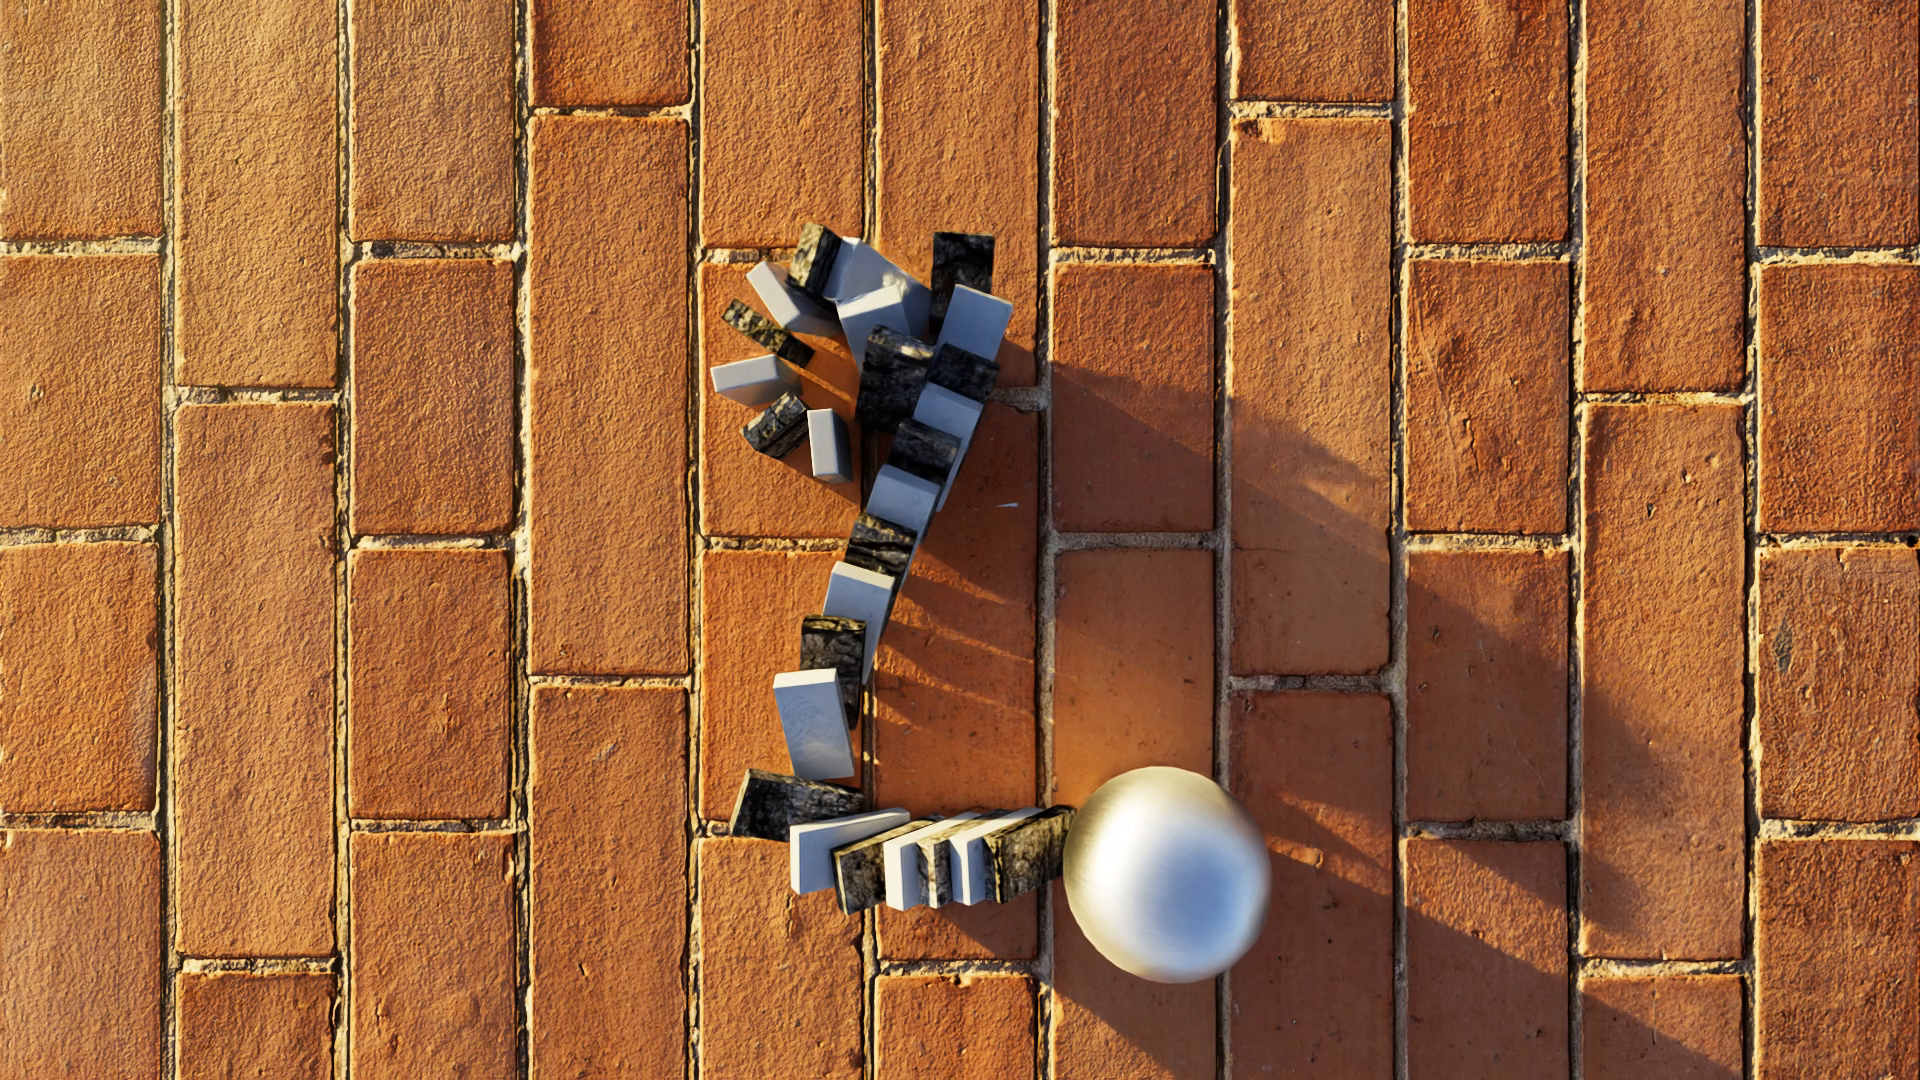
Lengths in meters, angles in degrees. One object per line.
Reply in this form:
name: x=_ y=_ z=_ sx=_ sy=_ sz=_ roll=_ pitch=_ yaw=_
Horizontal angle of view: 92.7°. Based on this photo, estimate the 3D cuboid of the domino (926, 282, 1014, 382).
domino: x=0.002 y=-0.079 z=0.385 sx=0.025 sy=0.009 sz=0.050 roll=18 pitch=111 yaw=-5

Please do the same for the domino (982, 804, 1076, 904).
domino: x=0.030 y=0.129 z=0.379 sx=0.009 sy=0.050 sz=0.025 roll=-3 pitch=90 yaw=43

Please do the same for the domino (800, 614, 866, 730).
domino: x=-0.054 y=0.056 z=0.384 sx=0.025 sy=0.010 sz=0.050 roll=8 pitch=118 yaw=0

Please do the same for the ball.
ball: x=0.081 y=0.130 z=0.360 sx=0.080 sy=0.080 sz=0.080 roll=0 pitch=90 yaw=0

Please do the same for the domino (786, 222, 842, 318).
domino: x=-0.049 y=-0.107 z=0.376 sx=0.010 sy=0.050 sz=0.025 roll=18 pitch=90 yaw=27

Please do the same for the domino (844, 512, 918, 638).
domino: x=-0.037 y=0.015 z=0.384 sx=0.025 sy=0.010 sz=0.050 roll=20 pitch=119 yaw=0

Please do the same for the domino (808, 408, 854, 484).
domino: x=-0.052 y=-0.037 z=0.375 sx=0.010 sy=0.050 sz=0.025 roll=-6 pitch=90 yaw=0

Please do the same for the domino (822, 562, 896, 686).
domino: x=-0.045 y=0.035 z=0.384 sx=0.025 sy=0.009 sz=0.050 roll=17 pitch=118 yaw=0

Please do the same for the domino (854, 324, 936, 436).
domino: x=-0.028 y=-0.064 z=0.377 sx=0.025 sy=0.050 sz=0.009 roll=21 pitch=56 yaw=-1

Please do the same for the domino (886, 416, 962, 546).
domino: x=-0.019 y=-0.024 z=0.381 sx=0.025 sy=0.010 sz=0.050 roll=22 pitch=122 yaw=0

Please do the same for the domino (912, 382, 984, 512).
domino: x=-0.011 y=-0.038 z=0.382 sx=0.025 sy=0.010 sz=0.050 roll=23 pitch=122 yaw=0

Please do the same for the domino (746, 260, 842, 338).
domino: x=-0.066 y=-0.097 z=0.375 sx=0.010 sy=0.050 sz=0.025 roll=-34 pitch=89 yaw=16

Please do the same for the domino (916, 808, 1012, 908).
domino: x=0.004 y=0.130 z=0.379 sx=0.010 sy=0.050 sz=0.025 roll=-3 pitch=90 yaw=43

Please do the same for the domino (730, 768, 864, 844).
domino: x=-0.068 y=0.114 z=0.386 sx=0.050 sy=0.010 sz=0.025 roll=17 pitch=94 yaw=-21

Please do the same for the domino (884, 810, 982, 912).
domino: x=-0.009 y=0.132 z=0.379 sx=0.010 sy=0.050 sz=0.025 roll=-3 pitch=90 yaw=43

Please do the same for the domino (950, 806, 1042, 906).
domino: x=0.017 y=0.129 z=0.379 sx=0.010 sy=0.050 sz=0.025 roll=-3 pitch=90 yaw=43

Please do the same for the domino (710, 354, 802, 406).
domino: x=-0.082 y=-0.065 z=0.375 sx=0.025 sy=0.050 sz=0.010 roll=-12 pitch=92 yaw=1

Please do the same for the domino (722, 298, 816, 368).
domino: x=-0.077 y=-0.084 z=0.375 sx=0.025 sy=0.050 sz=0.009 roll=34 pitch=95 yaw=0

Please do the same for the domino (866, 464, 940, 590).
domino: x=-0.028 y=-0.005 z=0.383 sx=0.025 sy=0.010 sz=0.050 roll=22 pitch=122 yaw=0

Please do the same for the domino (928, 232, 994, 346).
domino: x=0.000 y=-0.103 z=0.387 sx=0.025 sy=0.010 sz=0.050 roll=4 pitch=110 yaw=0

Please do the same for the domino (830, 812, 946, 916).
domino: x=-0.028 y=0.134 z=0.382 sx=0.050 sy=0.010 sz=0.025 roll=-10 pitch=95 yaw=-30

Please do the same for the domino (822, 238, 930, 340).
domino: x=-0.032 y=-0.101 z=0.377 sx=0.010 sy=0.050 sz=0.025 roll=21 pitch=90 yaw=39

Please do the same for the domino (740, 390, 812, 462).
domino: x=-0.072 y=-0.046 z=0.375 sx=0.025 sy=0.050 sz=0.009 roll=-39 pitch=90 yaw=0

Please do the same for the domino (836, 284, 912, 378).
domino: x=-0.032 y=-0.081 z=0.376 sx=0.025 sy=0.050 sz=0.009 roll=-15 pitch=62 yaw=0

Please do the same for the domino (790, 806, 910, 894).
domino: x=-0.045 y=0.129 z=0.383 sx=0.050 sy=0.009 sz=0.025 roll=-1 pitch=91 yaw=-30

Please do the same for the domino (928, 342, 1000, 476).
domino: x=-0.004 y=-0.054 z=0.384 sx=0.025 sy=0.009 sz=0.050 roll=22 pitch=120 yaw=0

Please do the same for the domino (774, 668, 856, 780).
domino: x=-0.060 y=0.078 z=0.384 sx=0.025 sy=0.010 sz=0.050 roll=-6 pitch=117 yaw=1
